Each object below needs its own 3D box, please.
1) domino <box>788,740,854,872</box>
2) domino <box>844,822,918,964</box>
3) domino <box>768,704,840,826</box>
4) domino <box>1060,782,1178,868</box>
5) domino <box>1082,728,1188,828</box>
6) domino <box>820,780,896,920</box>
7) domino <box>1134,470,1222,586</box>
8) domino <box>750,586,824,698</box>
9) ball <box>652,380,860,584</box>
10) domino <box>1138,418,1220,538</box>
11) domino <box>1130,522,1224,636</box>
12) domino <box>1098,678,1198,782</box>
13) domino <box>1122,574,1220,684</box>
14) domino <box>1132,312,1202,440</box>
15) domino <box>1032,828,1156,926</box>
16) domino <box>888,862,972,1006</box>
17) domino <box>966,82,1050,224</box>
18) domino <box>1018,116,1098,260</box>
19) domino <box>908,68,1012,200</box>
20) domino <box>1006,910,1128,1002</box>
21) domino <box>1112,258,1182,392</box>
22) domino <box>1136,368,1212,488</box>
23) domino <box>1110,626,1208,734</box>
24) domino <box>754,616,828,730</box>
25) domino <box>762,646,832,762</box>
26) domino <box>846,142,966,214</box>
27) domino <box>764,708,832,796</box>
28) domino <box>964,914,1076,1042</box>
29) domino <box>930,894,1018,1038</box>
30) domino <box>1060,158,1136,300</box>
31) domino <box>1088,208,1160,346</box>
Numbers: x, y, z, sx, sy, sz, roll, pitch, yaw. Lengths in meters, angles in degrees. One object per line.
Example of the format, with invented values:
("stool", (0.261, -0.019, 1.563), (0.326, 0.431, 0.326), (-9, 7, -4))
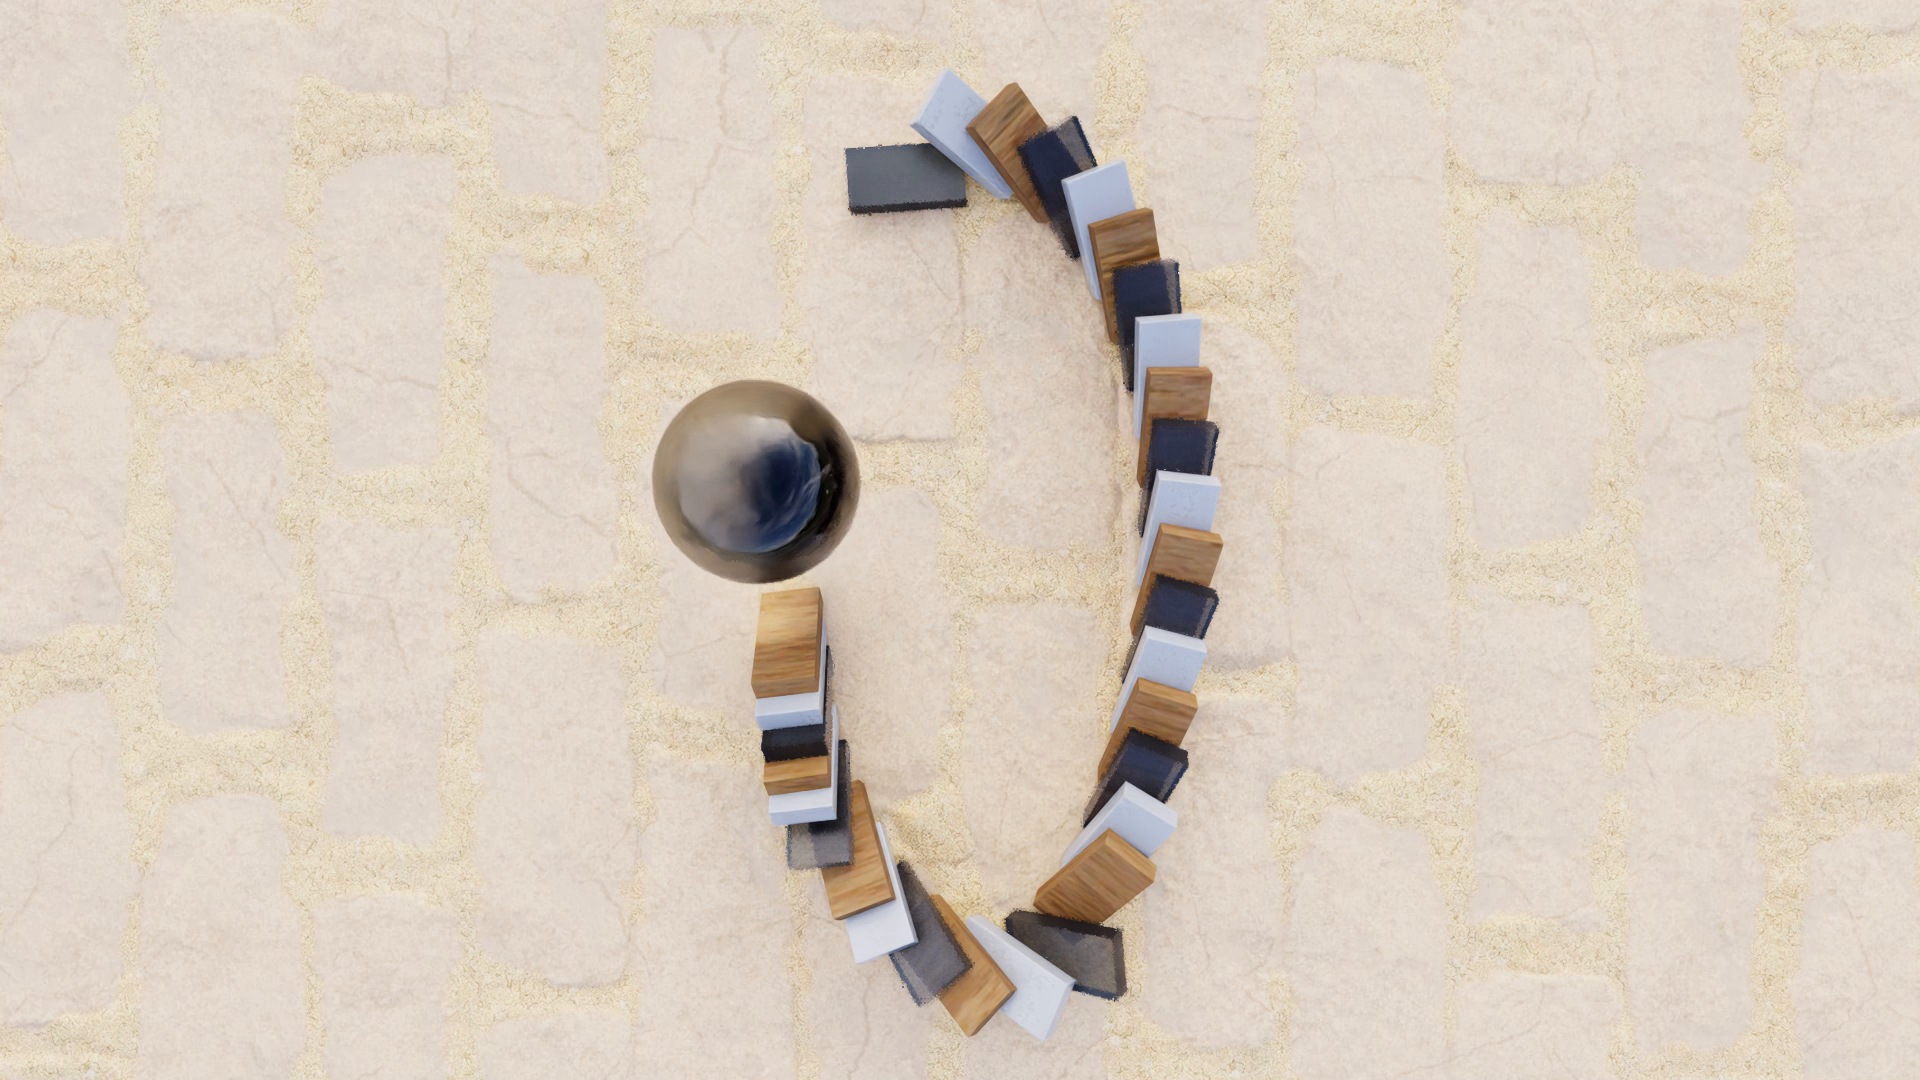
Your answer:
("domino", (-0.059, 0.110, 0.384), (0.025, 0.009, 0.050), (-6, 61, 1))
("domino", (-0.037, 0.148, 0.384), (0.025, 0.010, 0.050), (-21, 62, 0))
("domino", (-0.064, 0.092, 0.378), (0.025, 0.050, 0.010), (-7, 132, 0))
("domino", (0.066, 0.126, 0.384), (0.025, 0.010, 0.050), (31, 119, 0))
("domino", (0.073, 0.105, 0.384), (0.025, 0.010, 0.050), (22, 117, 0))
("domino", (-0.046, 0.129, 0.384), (0.025, 0.010, 0.050), (-21, 62, 0))
("domino", (0.091, -0.003, 0.384), (0.025, 0.010, 0.050), (6, 117, 0))
("domino", (-0.071, 0.041, 0.378), (0.025, 0.050, 0.010), (-7, 132, 0))
("ball", (-0.079, -0.022, 0.360), (0.080, 0.080, 0.080), (0, 90, 0))
("domino", (0.091, -0.025, 0.384), (0.025, 0.010, 0.050), (3, 117, 0))
("domino", (0.090, 0.019, 0.385), (0.025, 0.009, 0.050), (11, 117, 0))
("domino", (0.078, 0.084, 0.385), (0.025, 0.009, 0.050), (17, 116, 0))
("domino", (0.087, 0.041, 0.385), (0.025, 0.010, 0.050), (14, 117, 0))
("domino", (0.086, -0.068, 0.384), (0.025, 0.009, 0.050), (-5, 117, 0))
("domino", (0.056, 0.145, 0.384), (0.025, 0.010, 0.050), (38, 118, 0))
("domino", (-0.020, 0.164, 0.384), (0.025, 0.009, 0.050), (-39, 61, 0))
("domino", (0.028, -0.161, 0.384), (0.025, 0.009, 0.050), (-46, 119, 0))
("domino", (0.047, -0.147, 0.384), (0.025, 0.010, 0.050), (-32, 118, 0))
("domino", (0.006, -0.169, 0.384), (0.050, 0.009, 0.025), (30, 90, -29))
("domino", (0.044, 0.172, 0.382), (0.050, 0.010, 0.025), (-5, 91, 35))
("domino", (0.080, -0.090, 0.384), (0.025, 0.010, 0.050), (-12, 117, 0))
("domino", (0.089, -0.047, 0.384), (0.025, 0.010, 0.050), (0, 117, 0))
("domino", (0.083, 0.062, 0.385), (0.025, 0.010, 0.050), (14, 116, 0))
("domino", (-0.069, 0.054, 0.378), (0.025, 0.050, 0.010), (-7, 132, 0))
("domino", (-0.066, 0.067, 0.378), (0.025, 0.050, 0.009), (-7, 132, 0))
("domino", (-0.023, -0.156, 0.395), (0.050, 0.010, 0.025), (-4, 90, 0))
("domino", (-0.066, 0.080, 0.378), (0.025, 0.050, 0.009), (-8, 132, -1))
("domino", (0.021, 0.182, 0.383), (0.050, 0.010, 0.025), (23, 91, 31))
("domino", (-0.003, 0.177, 0.383), (0.025, 0.009, 0.050), (-48, 60, 0))
("domino", (0.062, -0.130, 0.384), (0.025, 0.009, 0.050), (-21, 117, 0))
("domino", (0.071, -0.110, 0.384), (0.025, 0.010, 0.050), (-17, 117, 0))
